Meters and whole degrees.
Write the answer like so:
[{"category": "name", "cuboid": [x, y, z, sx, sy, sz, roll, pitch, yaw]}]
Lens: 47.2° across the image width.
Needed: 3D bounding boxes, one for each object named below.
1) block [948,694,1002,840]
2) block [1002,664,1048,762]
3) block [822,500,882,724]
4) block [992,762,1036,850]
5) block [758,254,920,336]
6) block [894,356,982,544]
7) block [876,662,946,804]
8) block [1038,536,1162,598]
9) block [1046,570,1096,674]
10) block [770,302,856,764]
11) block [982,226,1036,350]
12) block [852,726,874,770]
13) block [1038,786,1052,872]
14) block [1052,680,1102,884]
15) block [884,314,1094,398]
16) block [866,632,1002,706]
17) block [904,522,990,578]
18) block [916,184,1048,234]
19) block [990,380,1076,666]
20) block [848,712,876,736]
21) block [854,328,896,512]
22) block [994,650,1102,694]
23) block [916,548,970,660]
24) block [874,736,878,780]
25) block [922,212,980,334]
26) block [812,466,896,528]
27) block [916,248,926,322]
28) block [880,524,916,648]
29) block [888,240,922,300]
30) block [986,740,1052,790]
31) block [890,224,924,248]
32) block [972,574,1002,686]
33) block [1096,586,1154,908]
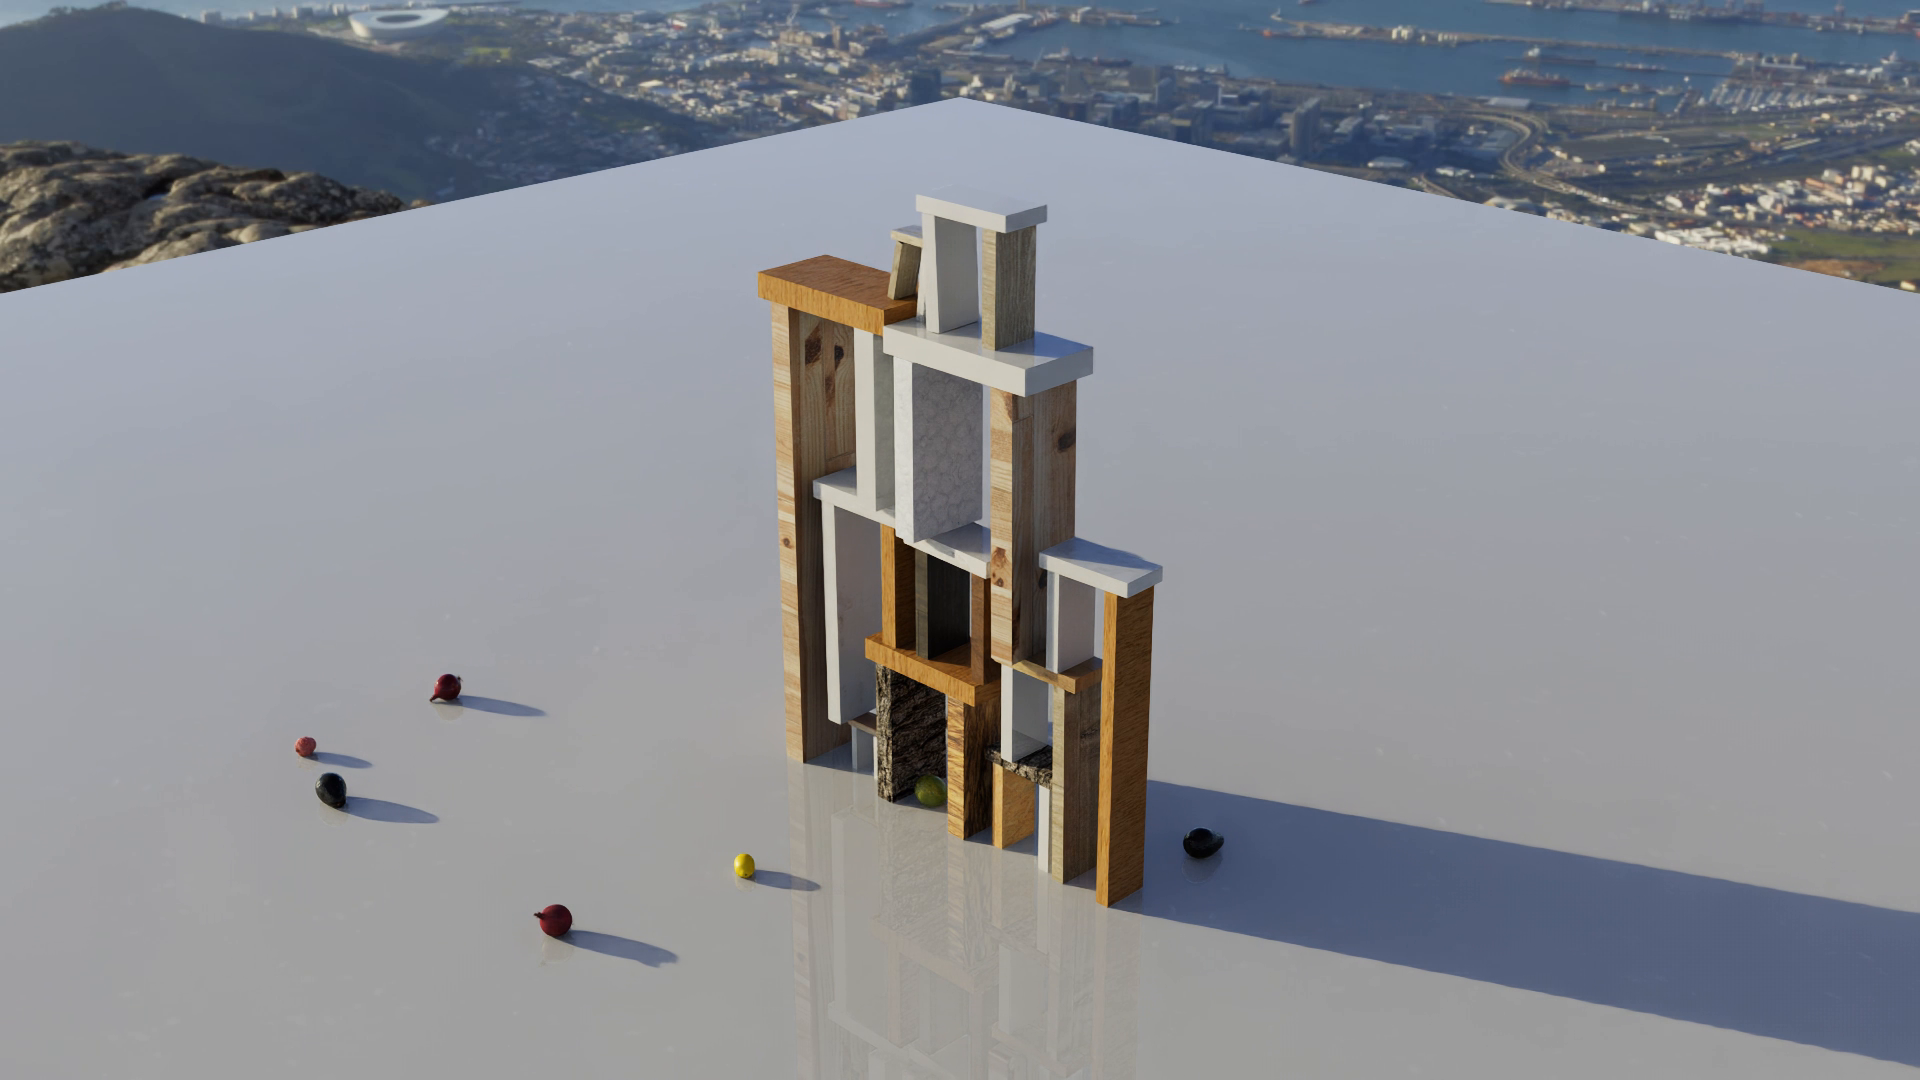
[{"category": "block", "cuboid": [0.046, 0.426, 4.363, 0.043, 0.307, 0.153, 21, 31, 41]}, {"category": "block", "cuboid": [0.125, 0.317, 4.215, 0.029, 0.202, 0.101, 21, 31, 41]}, {"category": "block", "cuboid": [-0.219, 0.134, 4.522, 0.036, 0.492, 0.128, 19, 30, 39]}, {"category": "block", "cuboid": [0.106, 0.507, 4.328, 0.093, 0.185, 0.026, -21, 31, -40]}, {"category": "block", "cuboid": [-0.205, -0.475, 4.247, 0.360, 0.051, 0.180, 21, 31, 41]}, {"category": "block", "cuboid": [-0.039, -0.190, 4.167, 0.180, 0.359, 0.051, -20, 30, -39]}, {"category": "block", "cuboid": [-0.099, 0.370, 4.496, 0.043, 0.307, 0.153, 21, 31, 41]}, {"category": "block", "cuboid": [0.253, 0.048, 3.958, 0.203, 0.029, 0.102, 20, 30, 38]}, {"category": "block", "cuboid": [0.205, 0.135, 4.051, 0.029, 0.203, 0.102, 21, 31, 40]}, {"category": "block", "cuboid": [-0.287, -0.022, 4.529, 0.051, 1.003, 0.180, 21, 31, 40]}, {"category": "block", "cuboid": [0.088, -0.458, 3.927, 0.031, 0.219, 0.109, 20, 30, 38]}, {"category": "block", "cuboid": [-0.204, 0.428, 4.623, 0.014, 0.101, 0.050, 20, 30, 39]}, {"category": "block", "cuboid": [0.194, 0.541, 4.247, 0.093, 0.185, 0.026, -20, 30, -39]}, {"category": "block", "cuboid": [0.221, 0.450, 4.171, 0.101, 0.413, 0.029, -21, 30, -40]}, {"category": "block", "cuboid": [0.049, -0.347, 4.013, 0.359, 0.051, 0.180, 21, 31, 40]}, {"category": "block", "cuboid": [-0.027, 0.237, 4.361, 0.307, 0.043, 0.153, 21, 31, 41]}, {"category": "block", "cuboid": [0.013, 0.009, 4.202, 0.117, 0.033, 0.234, -19, 30, -38]}, {"category": "block", "cuboid": [0.038, -0.593, 3.927, 0.219, 0.031, 0.109, 21, 31, 39]}, {"category": "block", "cuboid": [0.135, -0.046, 4.053, 0.051, 0.535, 0.180, 19, 29, 39]}, {"category": "block", "cuboid": [-0.180, 0.384, 4.579, 0.101, 0.014, 0.050, 19, 30, 39]}, {"category": "block", "cuboid": [-0.119, -0.252, 4.248, 0.051, 0.360, 0.180, 20, 30, 39]}, {"category": "block", "cuboid": [0.173, 0.228, 4.128, 0.202, 0.029, 0.101, 20, 30, 40]}, {"category": "block", "cuboid": [-0.034, 0.107, 4.312, 0.033, 0.234, 0.117, 21, 31, 40]}, {"category": "block", "cuboid": [-0.156, 0.447, 4.579, 0.014, 0.101, 0.050, 21, 31, 41]}, {"category": "block", "cuboid": [-0.016, -0.498, 4.023, 0.031, 0.219, 0.109, 17, 28, 40]}, {"category": "block", "cuboid": [-0.158, -0.086, 4.363, 0.256, 0.036, 0.128, 21, 31, 40]}, {"category": "block", "cuboid": [-0.050, -0.476, 4.070, 0.016, 0.142, 0.058, 28, 35, 36]}, {"category": "block", "cuboid": [-0.096, 0.073, 4.362, 0.036, 0.257, 0.128, 21, 31, 40]}, {"category": "block", "cuboid": [-0.101, -0.510, 4.116, 0.058, 0.115, 0.016, -22, 44, -41]}, {"category": "block", "cuboid": [0.148, 0.427, 4.246, 0.093, 0.026, 0.185, -21, 31, -40]}, {"category": "block", "cuboid": [-0.068, -0.559, 4.060, 0.058, 0.016, 0.115, -20, 30, -39]}, {"category": "block", "cuboid": [0.074, 0.151, 4.209, 0.117, 0.234, 0.033, -21, 31, -41]}, {"category": "block", "cuboid": [0.303, 0.376, 4.049, 0.029, 0.645, 0.102, 21, 31, 41]}]
